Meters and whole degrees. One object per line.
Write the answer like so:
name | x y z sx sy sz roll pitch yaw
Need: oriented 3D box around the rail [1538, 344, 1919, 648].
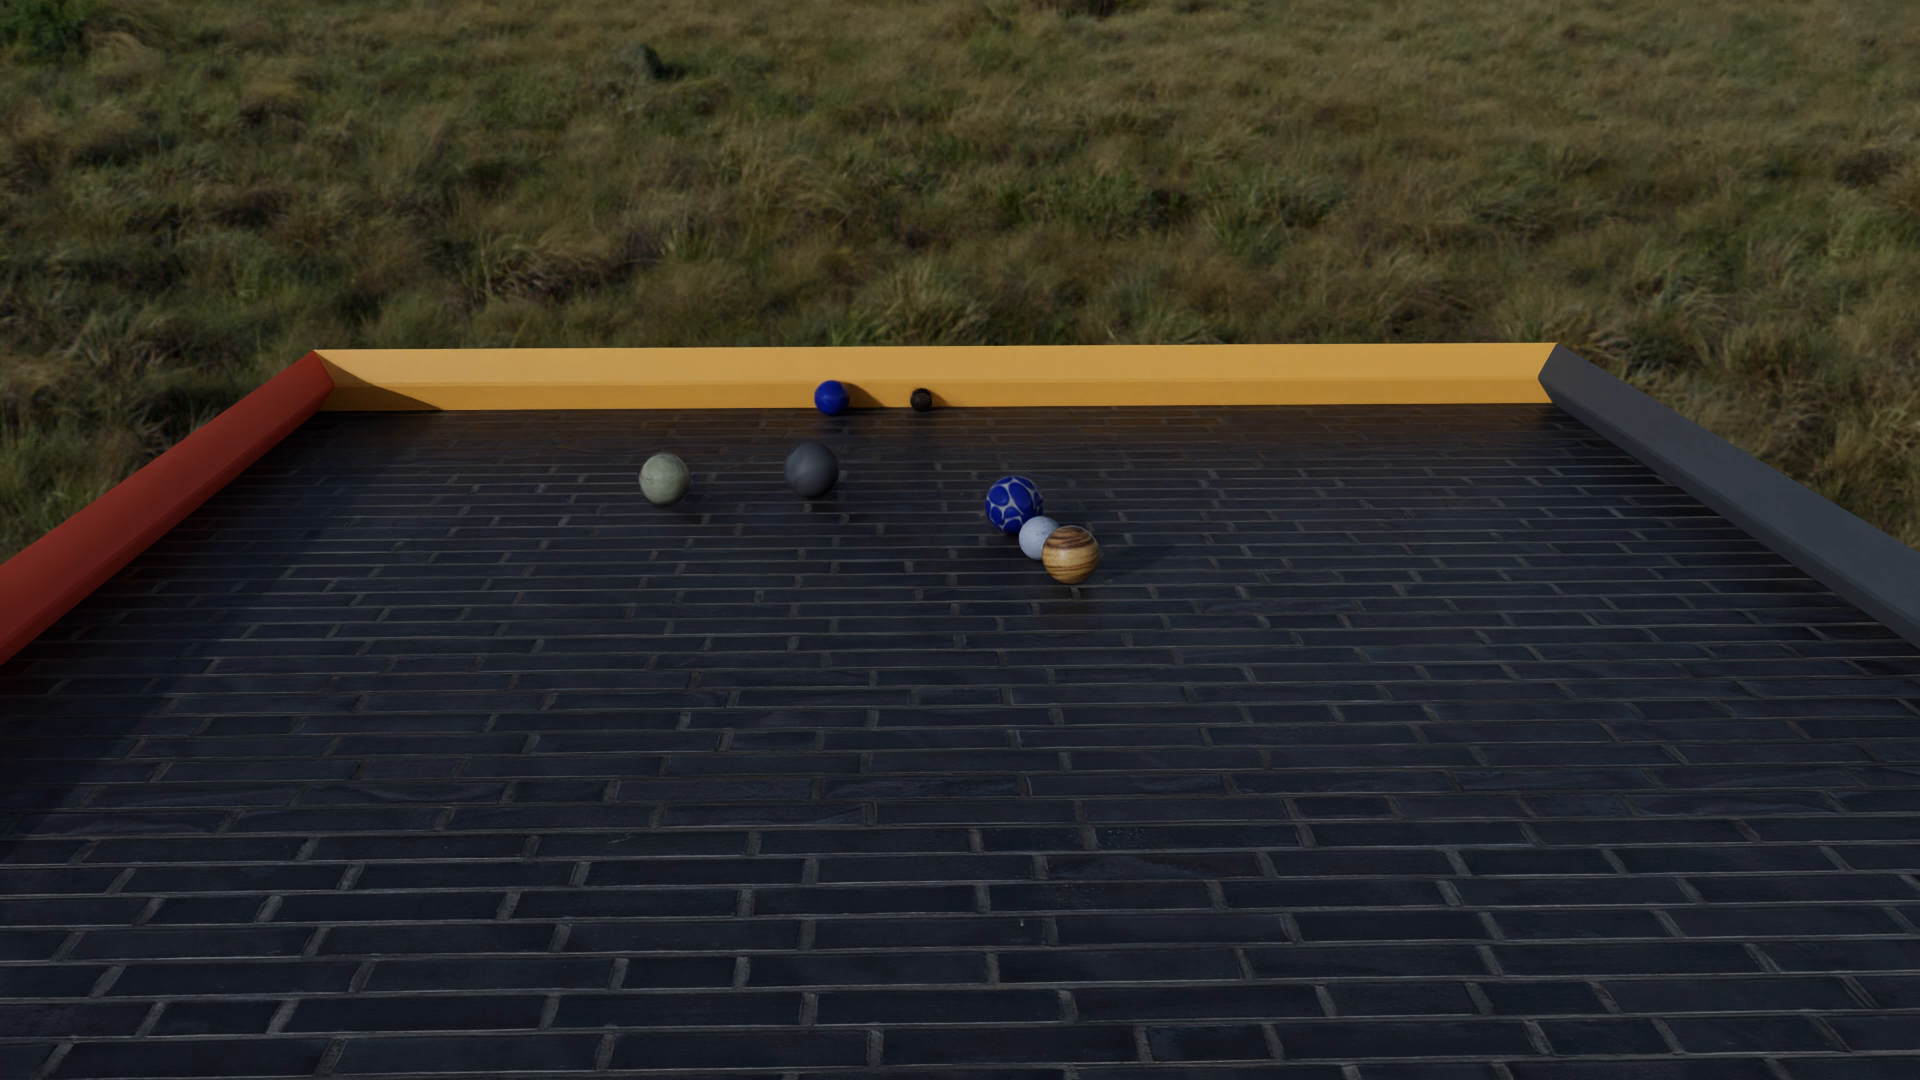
rail | 1.134 0.247 1.937 0.045 0.109 4.300 0 15 -2

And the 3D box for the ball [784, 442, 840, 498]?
ball | -0.223 -0.106 3.319 0.083 0.083 0.083 0 15 0

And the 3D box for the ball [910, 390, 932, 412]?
ball | -0.070 -0.250 3.943 0.040 0.040 0.040 0 15 0

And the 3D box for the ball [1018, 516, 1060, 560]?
ball | 0.110 -0.002 2.972 0.061 0.061 0.061 0 15 0

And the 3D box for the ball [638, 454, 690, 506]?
ball | -0.439 -0.090 3.271 0.077 0.077 0.077 0 15 0

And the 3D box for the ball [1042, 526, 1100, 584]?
ball | 0.144 0.019 2.862 0.076 0.076 0.076 0 15 0

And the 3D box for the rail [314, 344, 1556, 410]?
rail | -0.034 -0.290 3.956 2.246 0.109 0.045 0 15 -2

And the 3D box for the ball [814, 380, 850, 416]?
ball | -0.227 -0.253 3.911 0.064 0.064 0.064 0 15 0

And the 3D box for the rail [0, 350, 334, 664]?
rail | -1.064 0.266 1.868 0.045 0.109 4.300 0 15 -2

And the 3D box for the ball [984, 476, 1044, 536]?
ball | 0.077 -0.049 3.102 0.084 0.084 0.084 0 15 0
